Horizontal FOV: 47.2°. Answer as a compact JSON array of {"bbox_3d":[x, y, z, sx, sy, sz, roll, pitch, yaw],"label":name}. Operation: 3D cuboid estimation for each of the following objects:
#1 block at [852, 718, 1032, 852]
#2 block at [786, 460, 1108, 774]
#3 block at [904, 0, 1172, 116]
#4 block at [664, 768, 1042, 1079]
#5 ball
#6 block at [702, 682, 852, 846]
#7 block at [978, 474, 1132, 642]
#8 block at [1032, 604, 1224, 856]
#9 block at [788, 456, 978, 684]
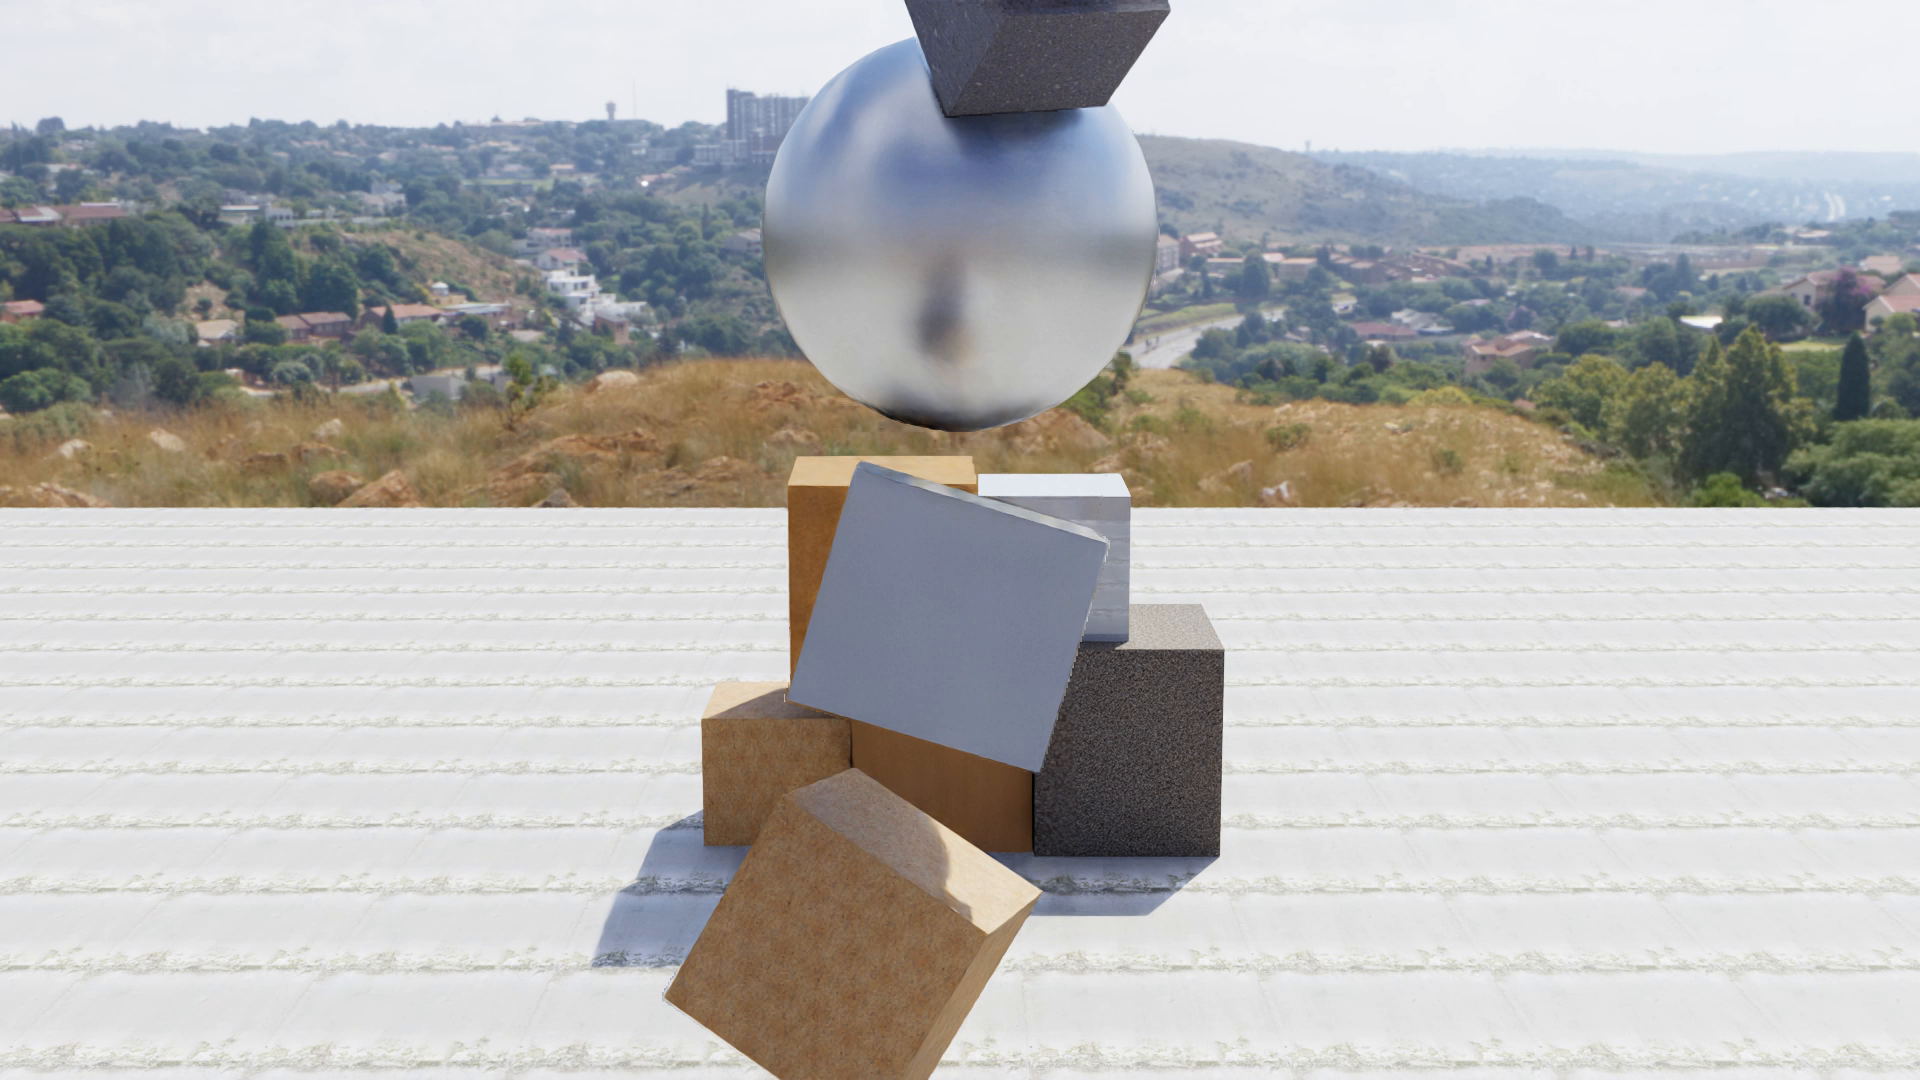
[{"bbox_3d":[-0.090,1.051,11.360,0.895,0.868,0.923,0,10,0],"label":"block"},{"bbox_3d":[-0.046,0.236,7.419,0.848,0.776,0.723,16,4,-2],"label":"block"},{"bbox_3d":[0.244,-2.052,8.103,0.682,0.720,0.582,-9,-22,-27],"label":"block"},{"bbox_3d":[-0.361,1.447,7.902,0.852,0.839,0.853,32,8,12],"label":"block"},{"bbox_3d":[0.000,-1.239,8.892,1.600,1.600,1.600,0,10,0],"label":"ball"},{"bbox_3d":[-0.919,1.148,11.403,0.744,0.661,0.763,0,10,0],"label":"block"},{"bbox_3d":[0.464,0.078,11.194,0.745,0.728,0.740,0,10,0],"label":"block"},{"bbox_3d":[0.830,0.957,11.348,0.923,1.057,1.072,0,10,0],"label":"block"},{"bbox_3d":[-0.385,0.138,11.173,0.917,0.995,0.968,0,10,-1],"label":"block"}]
